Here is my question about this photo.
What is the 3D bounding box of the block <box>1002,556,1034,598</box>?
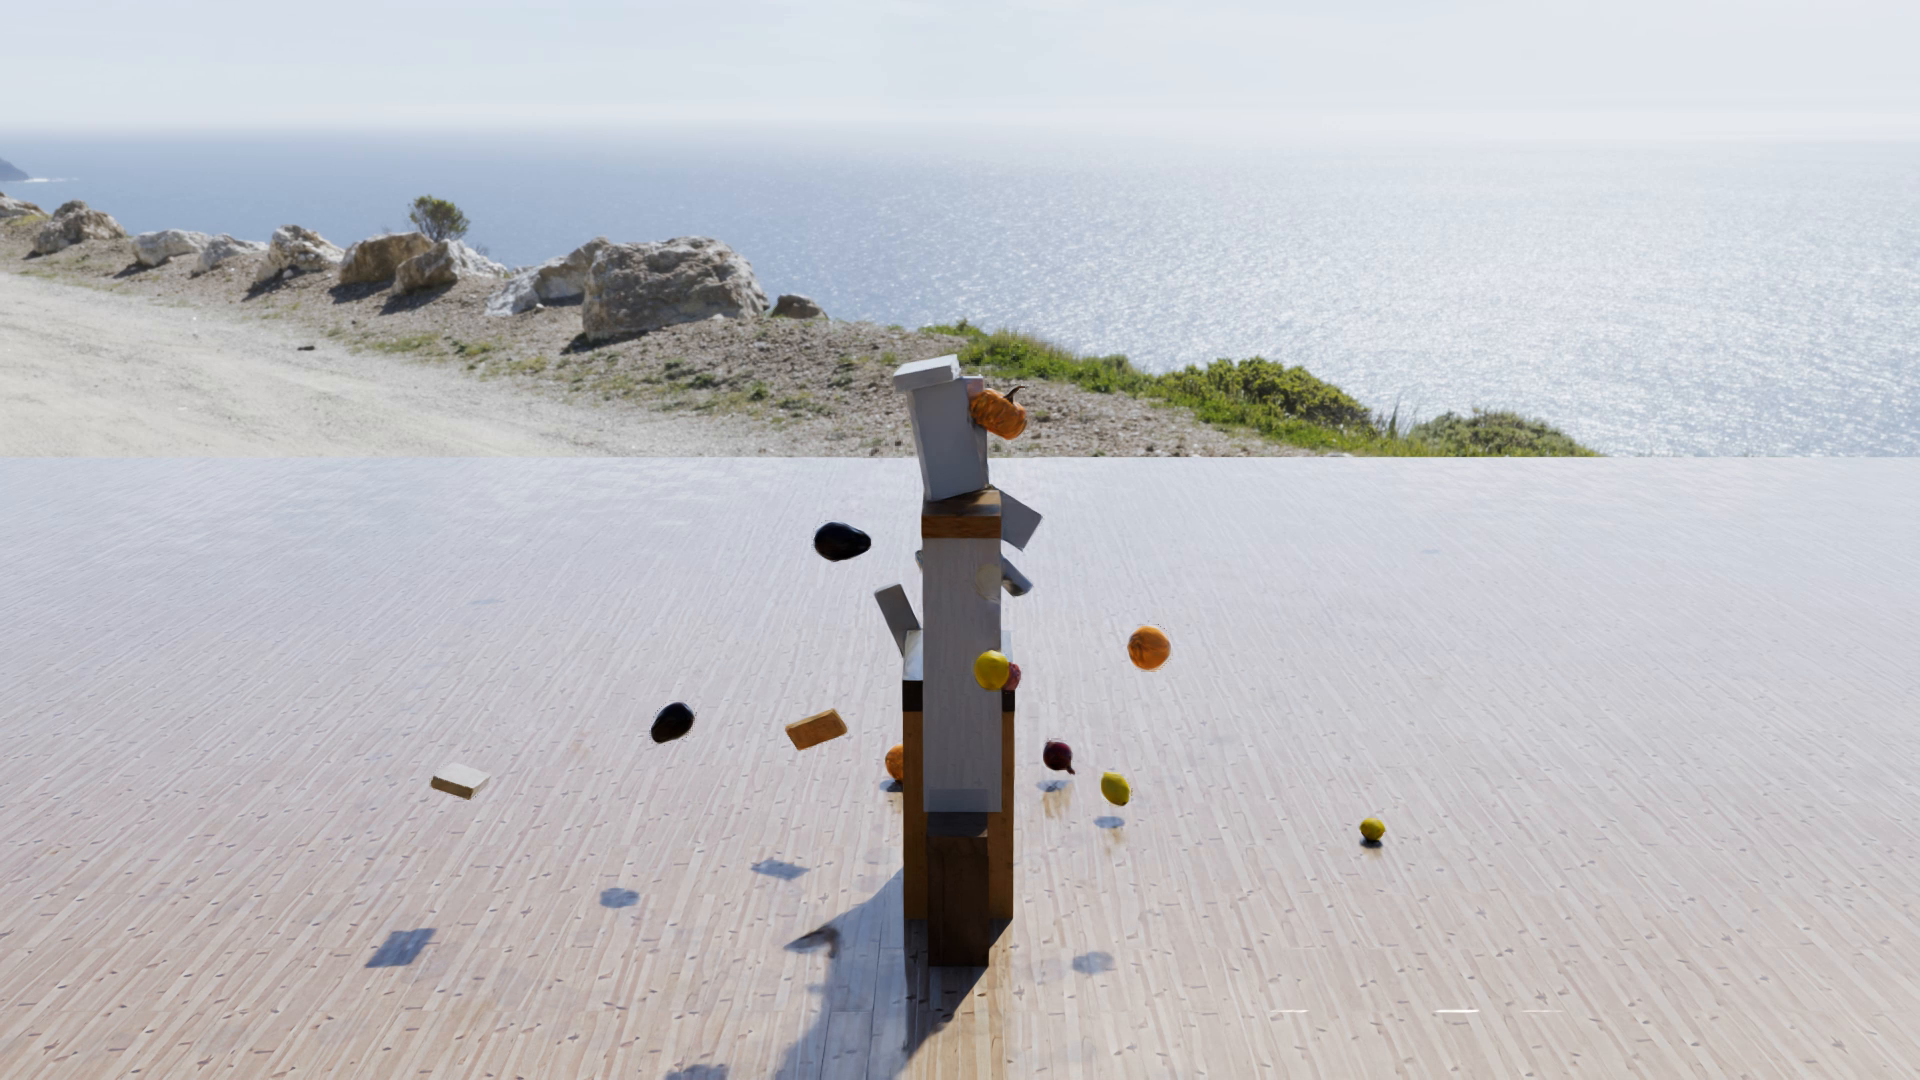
[{"bbox_3d":[0.057,0.040,3.636,0.019,0.134,0.067,-49,8,-17],"label":"block"}]

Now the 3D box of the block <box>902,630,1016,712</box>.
[{"bbox_3d":[-0.002,0.212,3.623,0.177,0.050,0.355,0,11,0],"label":"block"}]

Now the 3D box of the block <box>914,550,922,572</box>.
[{"bbox_3d":[-0.019,0.066,3.642,0.068,0.019,0.136,-18,56,-13],"label":"block"}]

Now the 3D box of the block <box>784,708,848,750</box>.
[{"bbox_3d":[-0.257,0.339,3.936,0.101,0.050,0.014,-21,28,18],"label":"block"}]

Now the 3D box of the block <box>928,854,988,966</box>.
[{"bbox_3d":[-0.003,0.556,3.345,0.093,0.185,0.026,0,11,0],"label":"block"}]

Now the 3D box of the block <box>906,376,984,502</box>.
[{"bbox_3d":[-0.023,-0.158,3.429,0.090,0.180,0.026,-15,12,-21],"label":"block"}]

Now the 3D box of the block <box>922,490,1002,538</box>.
[{"bbox_3d":[0.003,-0.042,3.428,0.122,0.034,0.243,0,10,0],"label":"block"}]

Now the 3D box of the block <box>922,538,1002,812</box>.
[{"bbox_3d":[0.004,0.204,3.390,0.121,0.436,0.034,0,10,0],"label":"block"}]

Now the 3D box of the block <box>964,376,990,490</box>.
[{"bbox_3d":[-0.004,-0.169,3.507,0.090,0.180,0.025,-5,13,-7],"label":"block"}]

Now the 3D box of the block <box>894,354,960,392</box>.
[{"bbox_3d":[-0.051,-0.261,3.438,0.090,0.025,0.180,-11,9,5],"label":"block"}]

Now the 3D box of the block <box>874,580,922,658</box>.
[{"bbox_3d":[-0.060,0.228,3.833,0.050,0.348,0.014,-20,22,9],"label":"block"}]

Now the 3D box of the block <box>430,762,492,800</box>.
[{"bbox_3d":[-0.812,0.392,3.581,0.067,0.019,0.134,18,3,-1],"label":"block"}]

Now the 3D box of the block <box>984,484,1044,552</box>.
[{"bbox_3d":[0.060,-0.045,3.572,0.134,0.067,0.019,31,-1,-10],"label":"block"}]

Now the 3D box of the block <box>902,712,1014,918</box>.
[{"bbox_3d":[-0.002,0.433,3.544,0.177,0.355,0.050,0,11,0],"label":"block"}]

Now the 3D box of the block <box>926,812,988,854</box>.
[{"bbox_3d":[-0.004,0.441,3.386,0.093,0.026,0.185,0,10,1],"label":"block"}]
